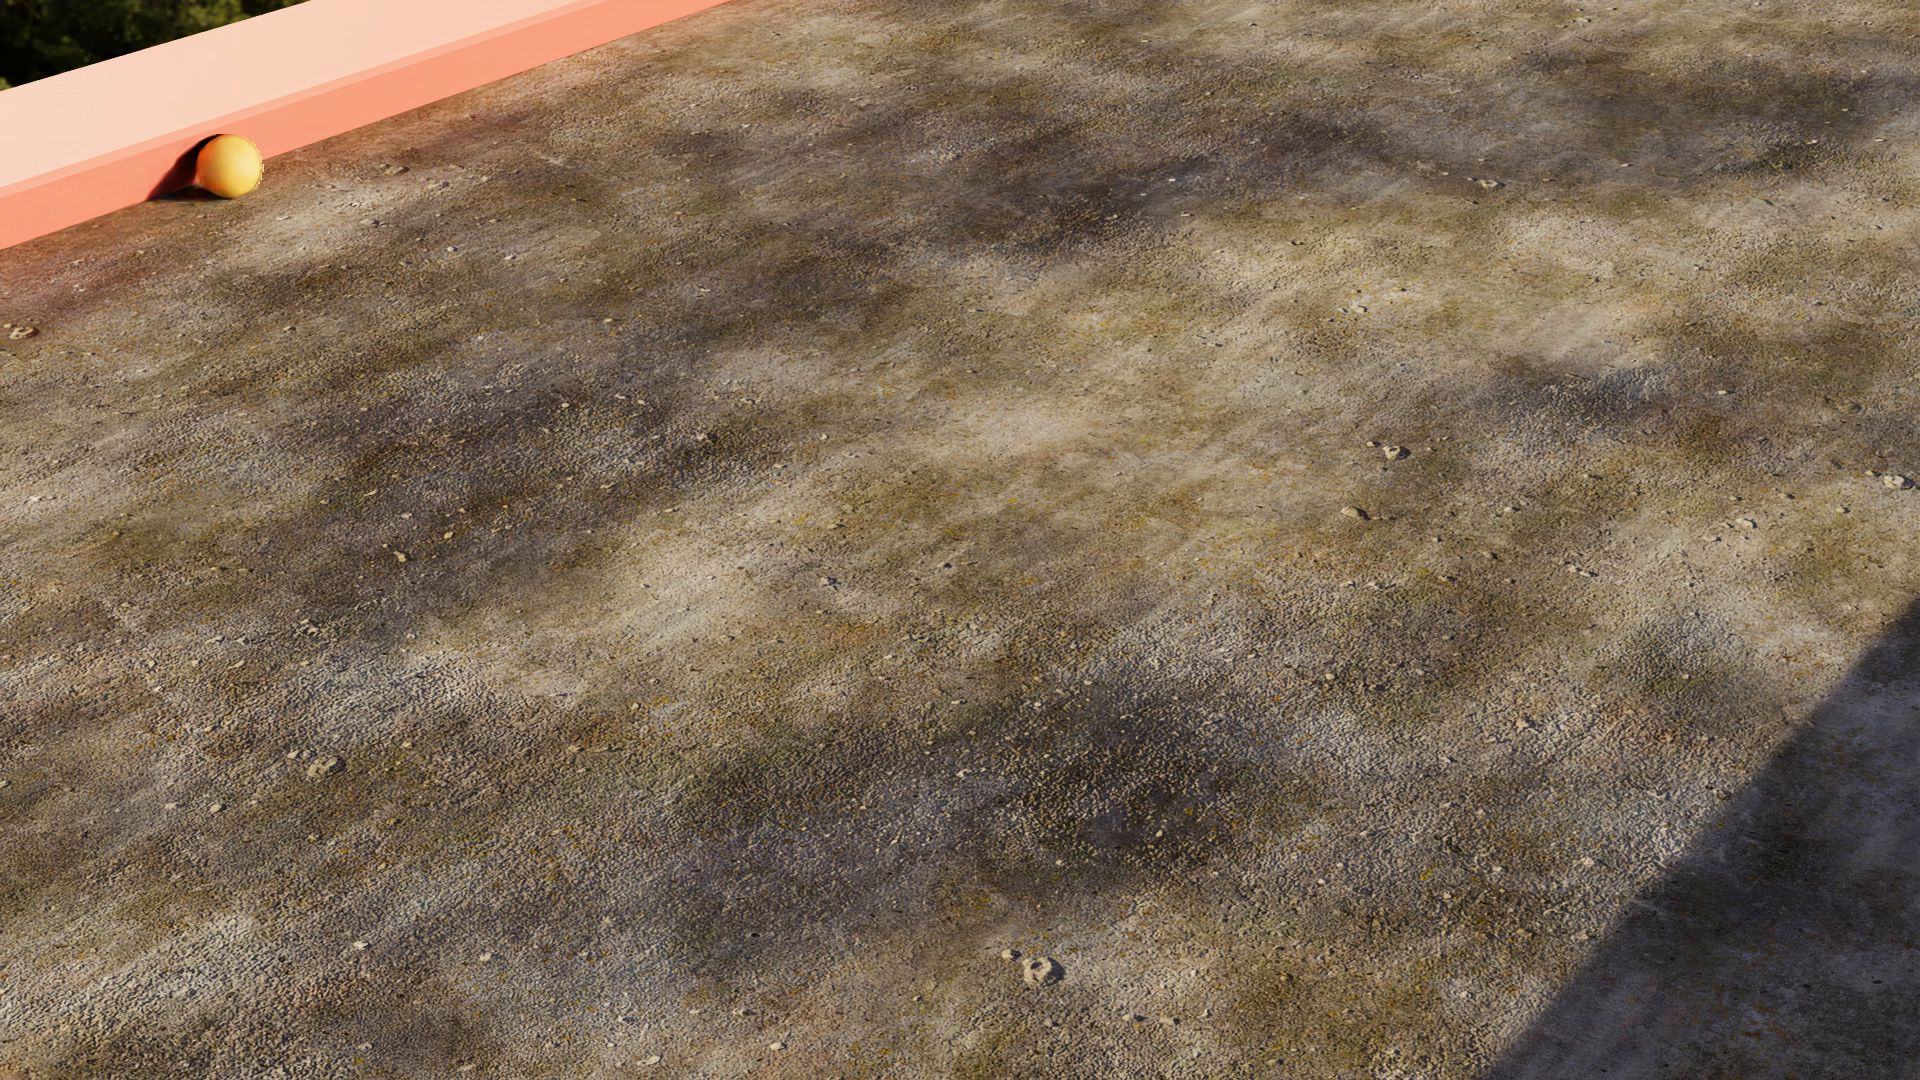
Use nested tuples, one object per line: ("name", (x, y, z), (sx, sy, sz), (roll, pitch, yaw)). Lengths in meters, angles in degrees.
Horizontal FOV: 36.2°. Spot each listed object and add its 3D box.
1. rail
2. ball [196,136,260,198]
("rail", (-0.252, -0.596, 2.988), (0.045, 0.125, 3.755), (17, 30, 31))
("ball", (-0.618, -0.315, 2.485), (0.053, 0.053, 0.053), (0, 25, 0))
